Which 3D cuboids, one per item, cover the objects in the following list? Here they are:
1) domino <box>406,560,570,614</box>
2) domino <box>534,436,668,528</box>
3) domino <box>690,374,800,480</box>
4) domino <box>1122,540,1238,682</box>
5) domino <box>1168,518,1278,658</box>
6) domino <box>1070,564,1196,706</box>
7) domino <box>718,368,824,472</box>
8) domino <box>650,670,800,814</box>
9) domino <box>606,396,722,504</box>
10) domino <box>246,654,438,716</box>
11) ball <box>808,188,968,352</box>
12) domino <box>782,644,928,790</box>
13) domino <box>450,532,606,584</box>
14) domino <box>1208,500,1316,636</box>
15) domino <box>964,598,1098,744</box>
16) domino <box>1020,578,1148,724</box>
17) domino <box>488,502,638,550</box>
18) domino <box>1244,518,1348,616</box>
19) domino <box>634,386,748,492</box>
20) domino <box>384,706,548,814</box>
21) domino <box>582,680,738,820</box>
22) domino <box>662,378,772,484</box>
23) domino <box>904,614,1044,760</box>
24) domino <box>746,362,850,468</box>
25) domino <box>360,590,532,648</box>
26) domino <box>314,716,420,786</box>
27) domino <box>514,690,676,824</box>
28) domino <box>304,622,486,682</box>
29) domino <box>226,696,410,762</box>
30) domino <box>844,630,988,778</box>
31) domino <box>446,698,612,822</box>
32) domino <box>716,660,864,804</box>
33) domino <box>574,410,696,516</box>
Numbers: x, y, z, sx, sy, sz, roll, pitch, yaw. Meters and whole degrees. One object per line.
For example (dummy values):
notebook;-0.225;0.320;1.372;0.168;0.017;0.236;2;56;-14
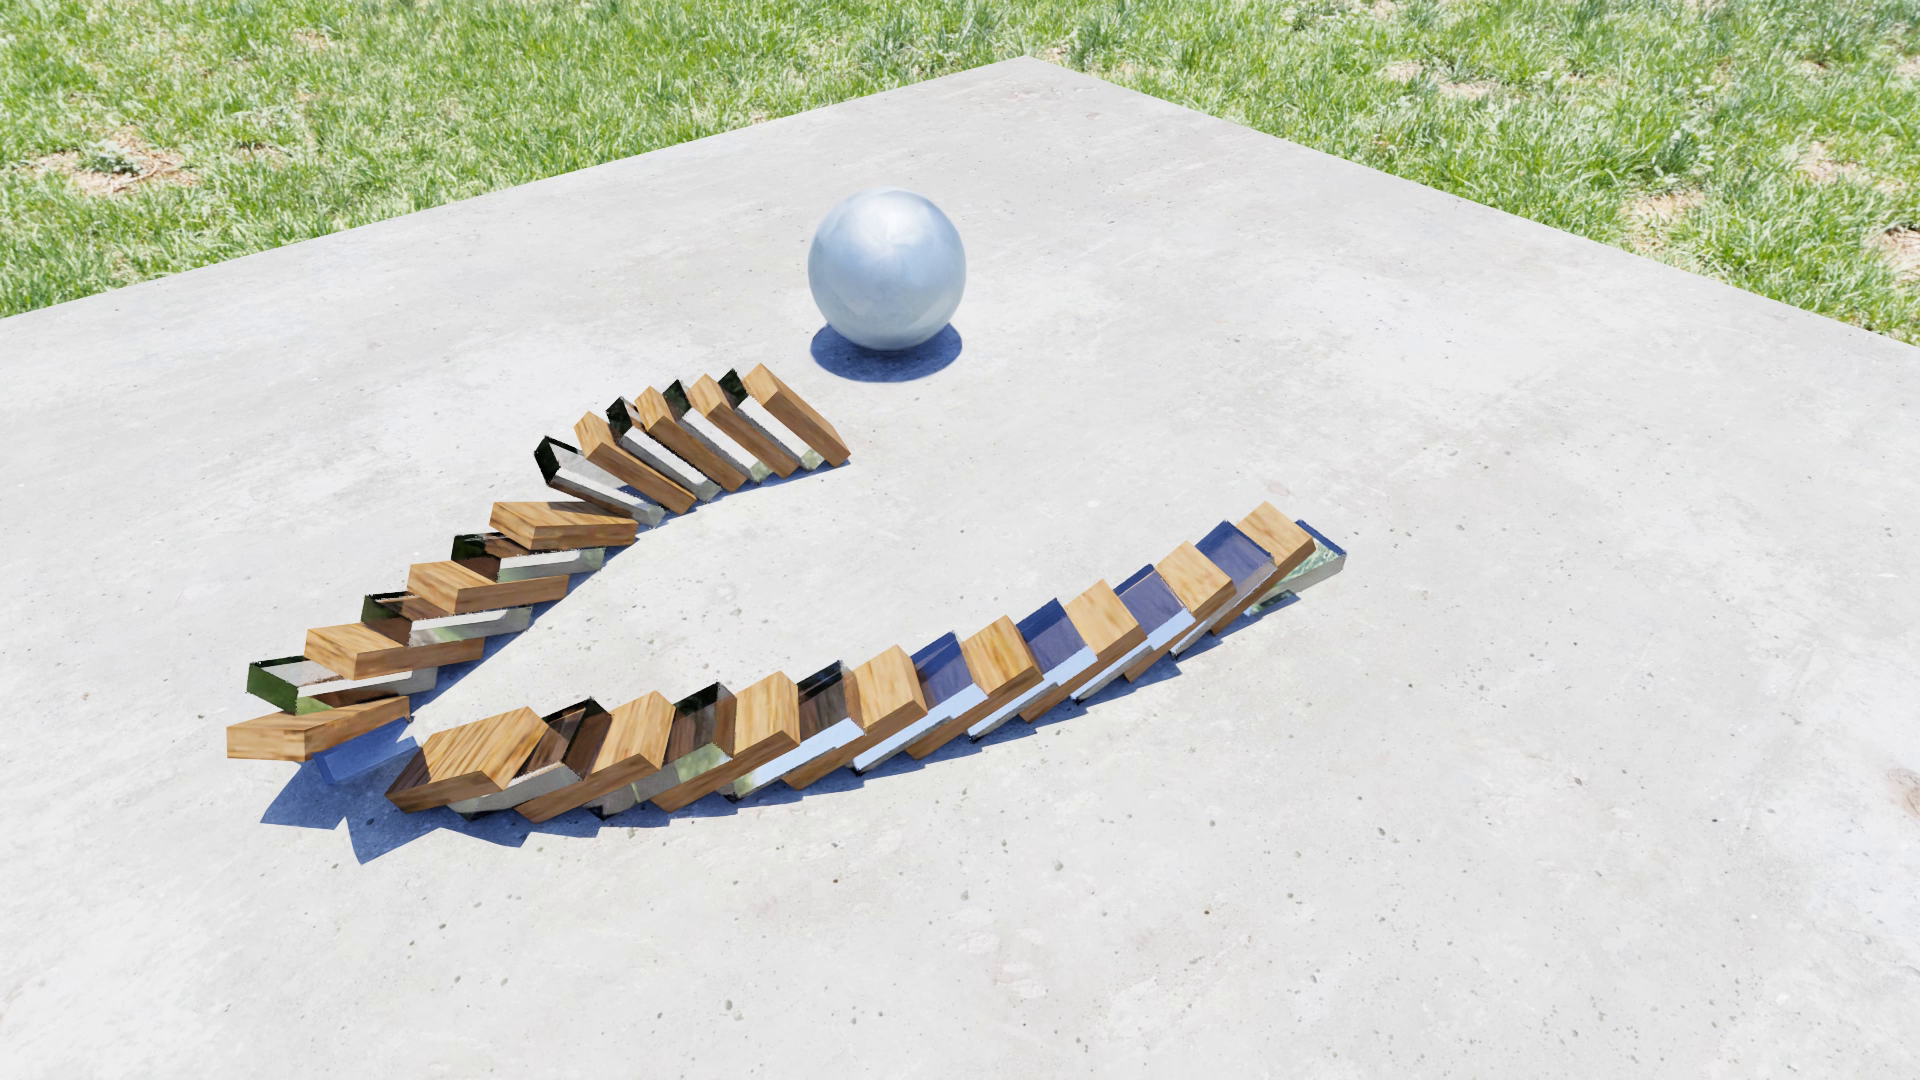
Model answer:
domino;-0.173;0.015;0.405;0.025;0.009;0.050;21;13;24
domino;-0.146;-0.023;0.447;0.050;0.010;0.025;26;16;-45
domino;-0.092;-0.049;0.474;0.009;0.050;0.025;-42;45;7
domino;0.071;0.025;0.395;0.050;0.010;0.025;-40;48;-2
domino;0.089;0.018;0.404;0.050;0.009;0.025;-41;48;-3
domino;0.054;0.033;0.385;0.050;0.010;0.025;-36;44;3
domino;-0.082;-0.052;0.478;0.010;0.050;0.025;-42;45;7
domino;-0.074;0.064;0.347;0.050;0.009;0.025;-29;38;13
domino;-0.124;-0.037;0.461;0.010;0.050;0.025;-43;44;7
domino;-0.205;0.046;0.367;0.025;0.009;0.050;16;10;24
ball;-0.036;-0.135;0.553;0.080;0.080;0.080;0;39;0
domino;-0.036;0.057;0.355;0.050;0.010;0.025;-32;41;8
domino;-0.163;0.005;0.418;0.025;0.009;0.050;21;13;24
domino;0.105;0.010;0.413;0.050;0.009;0.025;-40;48;-2
domino;0.019;0.044;0.372;0.050;0.010;0.025;-35;43;5
domino;0.037;0.038;0.378;0.050;0.009;0.025;-36;44;3
domino;-0.155;-0.006;0.432;0.025;0.009;0.050;25;14;27
domino;0.124;0.010;0.431;0.050;0.010;0.025;-21;44;-24
domino;-0.114;-0.042;0.466;0.010;0.050;0.025;-42;45;7
domino;-0.153;0.068;0.340;0.050;0.010;0.025;-17;31;30
domino;-0.094;0.066;0.344;0.050;0.009;0.025;-27;37;15
domino;-0.103;-0.046;0.471;0.010;0.050;0.025;-42;45;7
domino;0.001;0.049;0.365;0.050;0.010;0.025;-33;42;6
domino;-0.070;-0.054;0.481;0.009;0.050;0.025;-42;45;7
domino;-0.182;0.026;0.392;0.025;0.010;0.050;21;12;24
domino;-0.181;0.065;0.338;0.025;0.050;0.010;-25;90;-27
domino;-0.113;0.068;0.342;0.050;0.009;0.025;-25;36;18
domino;-0.193;0.036;0.379;0.025;0.010;0.050;18;10;24
domino;-0.202;0.059;0.349;0.025;0.009;0.050;1;3;7
domino;-0.018;0.053;0.360;0.050;0.010;0.025;-33;41;7
domino;-0.133;0.068;0.341;0.050;0.010;0.025;-22;33;23
domino;-0.055;0.061;0.350;0.050;0.010;0.025;-29;39;11
domino;-0.134;-0.031;0.454;0.010;0.050;0.025;-45;45;8
